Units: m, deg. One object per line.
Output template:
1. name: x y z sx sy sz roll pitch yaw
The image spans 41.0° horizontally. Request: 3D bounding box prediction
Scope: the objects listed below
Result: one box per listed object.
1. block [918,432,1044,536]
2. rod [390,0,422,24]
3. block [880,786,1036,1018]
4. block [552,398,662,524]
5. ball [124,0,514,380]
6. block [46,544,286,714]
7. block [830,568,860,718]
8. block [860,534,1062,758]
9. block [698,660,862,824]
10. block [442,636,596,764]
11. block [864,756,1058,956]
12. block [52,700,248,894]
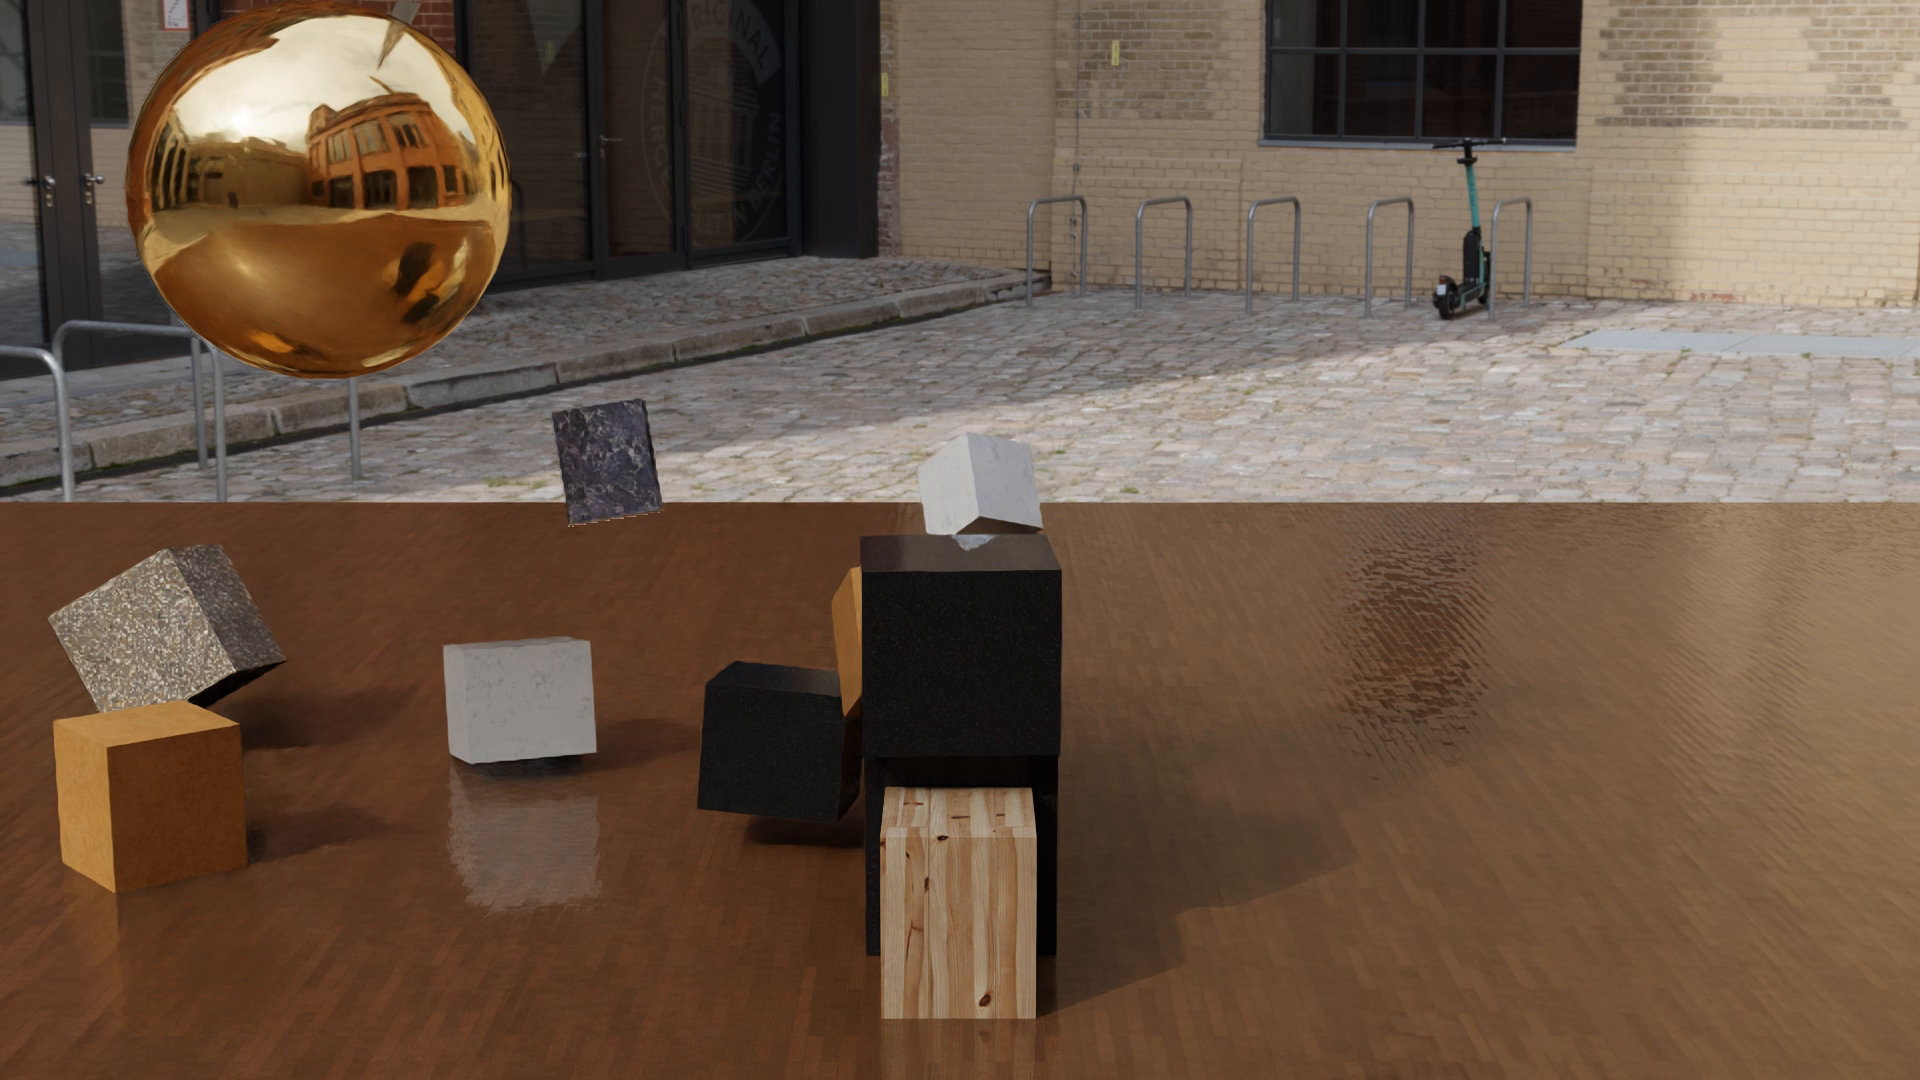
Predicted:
1. block: 0.092 -0.195 11.864 0.367 0.435 0.391 10 -31 -35
2. rod: -1.175 -4.467 10.368 0.080 5.200 0.080 26 9 -5
3. block: -0.006 1.392 9.933 0.582 0.708 0.691 0 10 0
4. block: -1.742 -0.388 12.710 0.434 0.547 0.481 -9 2 -4
5. ball: -2.712 -1.483 10.911 1.600 1.600 1.600 0 10 0
6. block: -4.171 0.525 13.550 0.727 0.731 0.801 -30 -1 4
7. block: -0.220 0.435 11.172 0.551 0.533 0.547 -4 -16 -13
8. block: -0.012 0.411 10.325 0.773 0.736 0.786 -1 10 -3
9. block: -0.813 0.929 11.899 0.647 0.583 0.631 5 7 6
10. block: -2.272 0.814 13.209 0.642 0.568 0.669 -4 1 -20
11. block: 0.004 1.177 10.632 0.768 0.880 0.745 0 10 0
12. block: -3.624 1.136 11.487 0.611 0.656 0.600 -9 13 -40
